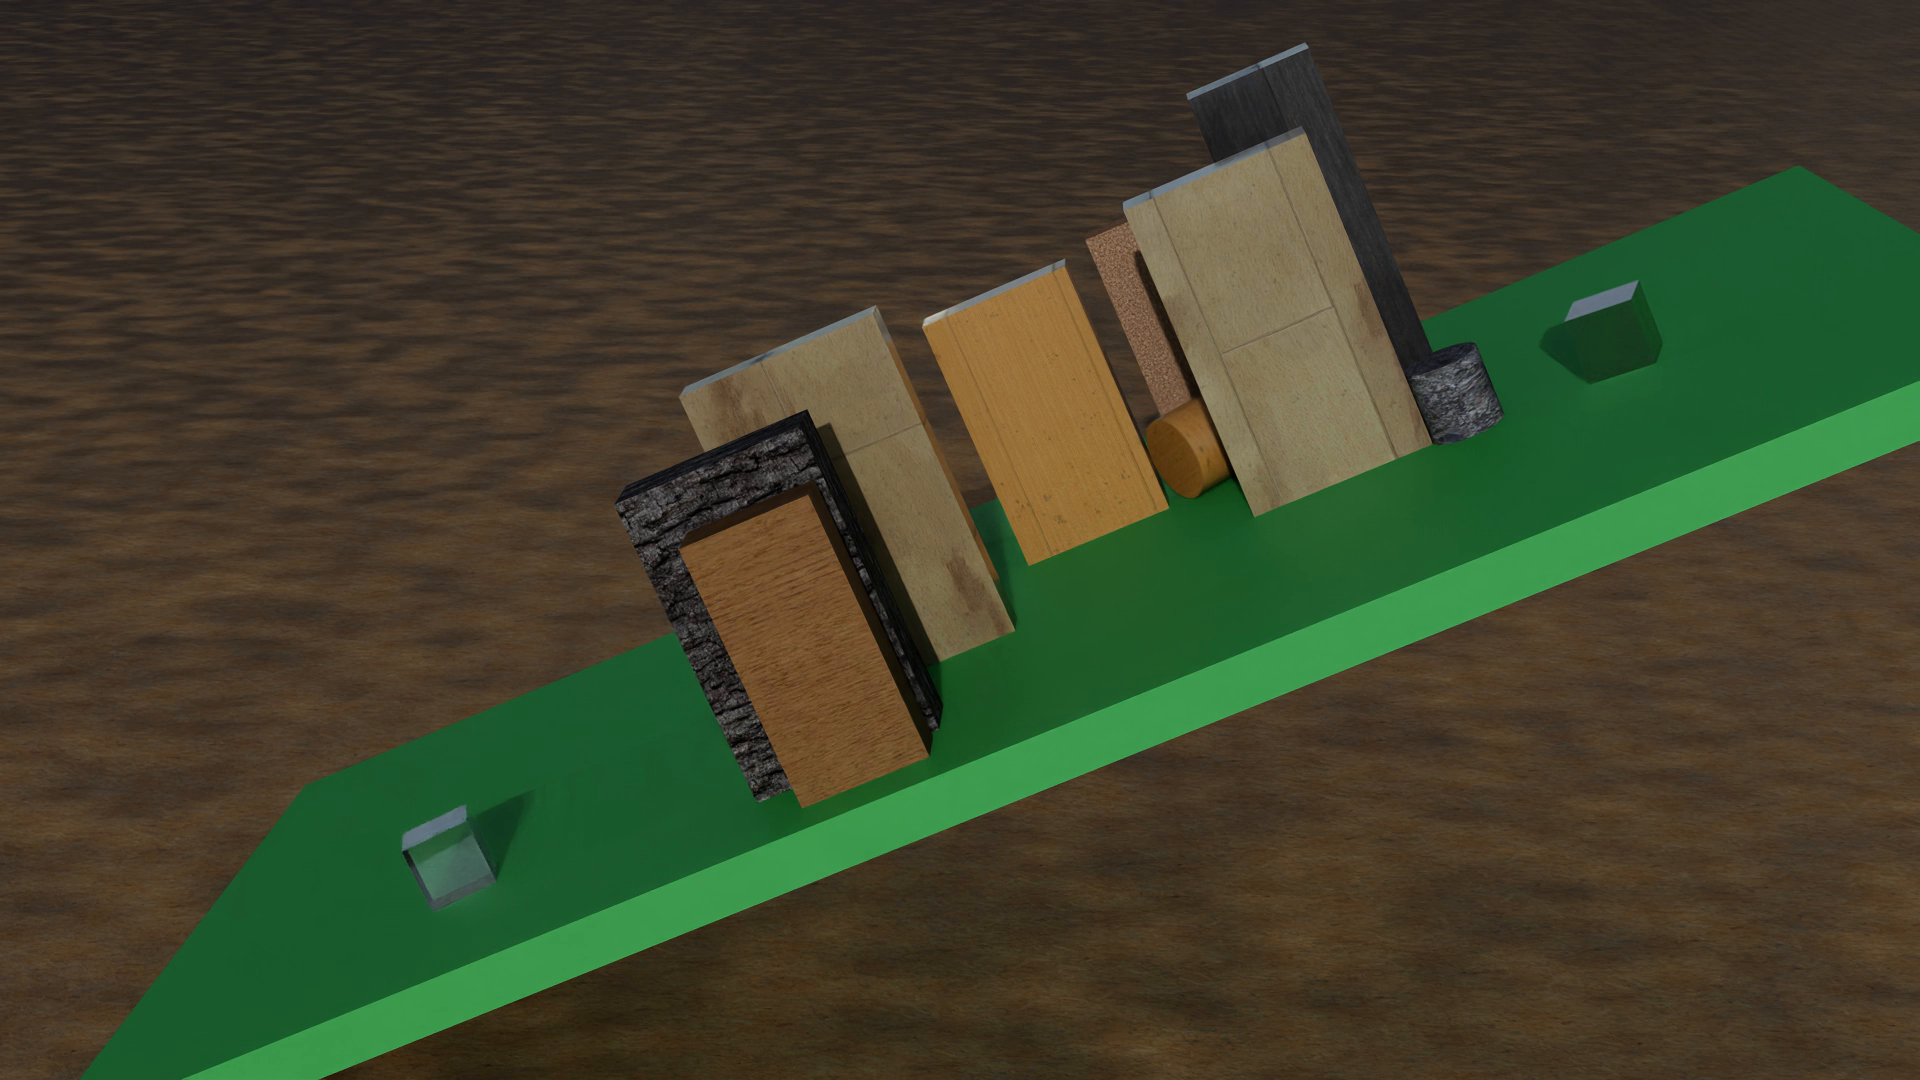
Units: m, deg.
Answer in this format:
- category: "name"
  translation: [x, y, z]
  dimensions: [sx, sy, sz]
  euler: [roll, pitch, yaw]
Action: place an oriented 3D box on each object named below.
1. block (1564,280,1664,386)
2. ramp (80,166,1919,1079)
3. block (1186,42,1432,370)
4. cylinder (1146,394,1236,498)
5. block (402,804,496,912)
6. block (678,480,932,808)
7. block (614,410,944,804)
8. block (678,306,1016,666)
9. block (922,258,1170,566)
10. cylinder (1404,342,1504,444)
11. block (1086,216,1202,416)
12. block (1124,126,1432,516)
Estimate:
- category: "block"
  translation: [1.322, -0.420, 5.945]
  dimensions: [0.141, 0.141, 0.141]
  euler: [-18, 14, 25]
- category: "ramp"
  translation: [0.131, 0.171, 6.285]
  dimensions: [4.000, 0.100, 2.000]
  euler: [-22, 13, 8]
- category: "block"
  translation: [0.789, -0.690, 6.576]
  dimensions: [0.285, 0.775, 0.125]
  euler: [-22, 13, 8]
- category: "cylinder"
  translation: [0.543, -0.219, 6.449]
  dimensions: [0.191, 0.191, 0.191]
  euler: [-30, 27, -23]
- category: "block"
  translation: [-1.034, 0.643, 5.953]
  dimensions: [0.140, 0.140, 0.140]
  euler: [-25, 13, -5]
- category: "block"
  translation: [-0.283, 0.194, 5.469]
  dimensions: [0.261, 0.545, 0.118]
  euler: [-22, 13, 8]
- category: "block"
  translation: [-0.340, 0.128, 5.624]
  dimensions: [0.384, 0.642, 0.150]
  euler: [-22, 13, 8]
- category: "block"
  translation: [-0.224, -0.064, 6.026]
  dimensions: [0.429, 0.716, 0.102]
  euler: [-22, 13, 8]
- category: "block"
  translation: [0.190, -0.278, 6.443]
  dimensions: [0.335, 0.581, 0.105]
  euler: [-22, 13, 8]
- category: "cylinder"
  translation: [1.007, -0.299, 5.995]
  dimensions: [0.156, 0.156, 0.156]
  euler: [-23, 13, 5]
- category: "block"
  translation: [0.540, -0.520, 6.867]
  dimensions: [0.306, 0.545, 0.100]
  euler: [-22, 13, 8]
- category: "block"
  translation: [0.650, -0.444, 6.020]
  dimensions: [0.393, 0.691, 0.121]
  euler: [-22, 13, 8]
